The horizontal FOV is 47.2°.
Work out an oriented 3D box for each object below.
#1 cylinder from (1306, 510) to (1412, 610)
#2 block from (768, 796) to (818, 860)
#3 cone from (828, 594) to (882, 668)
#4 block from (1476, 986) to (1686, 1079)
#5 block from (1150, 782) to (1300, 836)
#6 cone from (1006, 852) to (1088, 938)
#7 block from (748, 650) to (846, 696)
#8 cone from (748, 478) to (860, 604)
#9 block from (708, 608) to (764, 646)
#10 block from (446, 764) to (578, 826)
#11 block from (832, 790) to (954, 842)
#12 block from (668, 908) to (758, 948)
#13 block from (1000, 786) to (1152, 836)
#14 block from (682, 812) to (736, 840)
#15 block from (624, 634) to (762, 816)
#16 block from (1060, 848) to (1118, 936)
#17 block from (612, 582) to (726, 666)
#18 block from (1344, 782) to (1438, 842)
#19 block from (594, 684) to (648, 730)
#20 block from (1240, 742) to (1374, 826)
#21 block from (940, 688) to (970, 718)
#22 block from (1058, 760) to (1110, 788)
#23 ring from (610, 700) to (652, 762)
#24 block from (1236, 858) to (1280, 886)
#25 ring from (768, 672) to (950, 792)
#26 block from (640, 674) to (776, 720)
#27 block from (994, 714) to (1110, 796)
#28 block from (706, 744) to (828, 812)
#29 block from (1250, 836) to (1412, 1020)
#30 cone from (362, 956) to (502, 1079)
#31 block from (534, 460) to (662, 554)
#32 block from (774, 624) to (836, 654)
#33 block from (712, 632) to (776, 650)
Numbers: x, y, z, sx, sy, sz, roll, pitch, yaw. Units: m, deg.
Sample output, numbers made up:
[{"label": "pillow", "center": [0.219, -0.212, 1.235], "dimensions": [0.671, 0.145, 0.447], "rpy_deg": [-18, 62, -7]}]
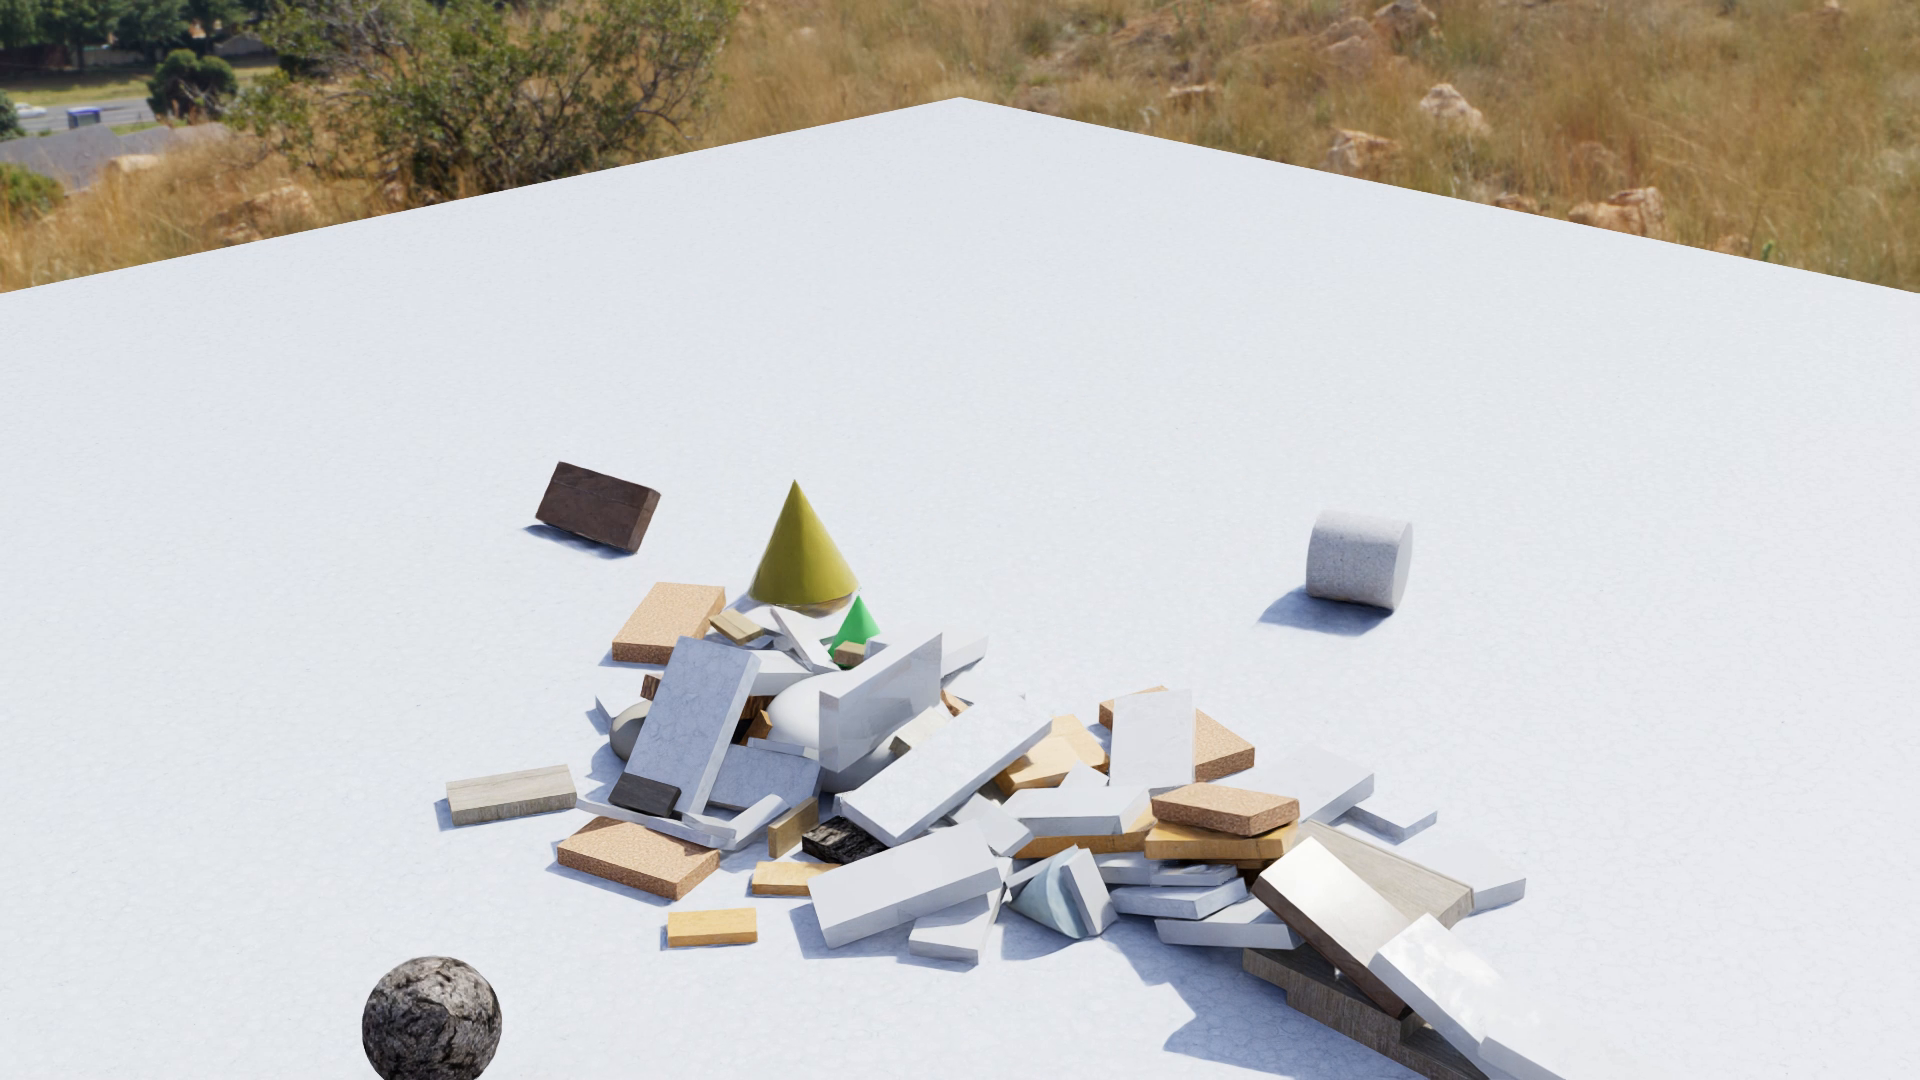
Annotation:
[{"label": "cylinder", "center": [0.976, 0.048, 5.376], "dimensions": [0.213, 0.213, 0.213], "rpy_deg": [9, 25, 21]}, {"label": "block", "center": [-0.328, 0.567, 4.336], "dimensions": [0.020, 0.069, 0.139], "rpy_deg": [14, 27, 30]}, {"label": "cone", "center": [-0.231, 0.193, 5.034], "dimensions": [0.152, 0.152, 0.152], "rpy_deg": [0, 23, 0]}, {"label": "block", "center": [0.999, 0.845, 3.509], "dimensions": [0.315, 0.045, 0.158], "rpy_deg": [28, 32, 19]}, {"label": "block", "center": [0.493, 0.500, 4.104], "dimensions": [0.130, 0.037, 0.259], "rpy_deg": [-13, 10, -37]}, {"label": "cone", "center": [0.147, 0.670, 4.091], "dimensions": [0.159, 0.159, 0.159], "rpy_deg": [-17, 10, 37]}, {"label": "block", "center": [-0.421, 0.291, 4.842], "dimensions": [0.178, 0.050, 0.356], "rpy_deg": [17, 7, 34]}, {"label": "cone", "center": [-0.395, -0.016, 5.395], "dimensions": [0.279, 0.279, 0.279], "rpy_deg": [-3, 15, 1]}, {"label": "block", "center": [-0.528, 0.205, 5.189], "dimensions": [0.067, 0.019, 0.135], "rpy_deg": [-24, 33, -29]}, {"label": "block", "center": [-0.916, 0.520, 4.490], "dimensions": [0.249, 0.035, 0.125], "rpy_deg": [-7, 24, -17]}, {"label": "block", "center": [-0.109, 0.552, 4.348], "dimensions": [0.259, 0.037, 0.130], "rpy_deg": [16, 10, 28]}, {"label": "block", "center": [-0.455, 0.713, 4.050], "dimensions": [0.162, 0.023, 0.081], "rpy_deg": [-3, 23, -6]}, {"label": "block", "center": [0.214, 0.528, 4.280], "dimensions": [0.283, 0.040, 0.141], "rpy_deg": [-5, 15, 30]}, {"label": "block", "center": [-0.492, 0.559, 4.308], "dimensions": [0.068, 0.019, 0.136], "rpy_deg": [14, -3, -24]}, {"label": "block", "center": [-0.554, 0.381, 4.496], "dimensions": [0.178, 0.050, 0.355], "rpy_deg": [12, 70, 25]}, {"label": "block", "center": [0.239, 0.649, 4.059], "dimensions": [0.020, 0.142, 0.071], "rpy_deg": [-19, 7, 40]}, {"label": "block", "center": [-0.689, 0.197, 5.234], "dimensions": [0.173, 0.049, 0.346], "rpy_deg": [4, 23, 9]}, {"label": "block", "center": [0.844, 0.538, 4.453], "dimensions": [0.108, 0.031, 0.217], "rpy_deg": [-20, 30, -39]}, {"label": "block", "center": [-0.669, 0.358, 4.871], "dimensions": [0.249, 0.035, 0.125], "rpy_deg": [-10, 25, -23]}, {"label": "block", "center": [0.657, 0.527, 4.410], "dimensions": [0.338, 0.048, 0.169], "rpy_deg": [-26, 34, -35]}, {"label": "block", "center": [0.014, 0.377, 4.742], "dimensions": [0.135, 0.019, 0.067], "rpy_deg": [36, 11, -23]}, {"label": "block", "center": [0.235, 0.515, 4.442], "dimensions": [0.075, 0.021, 0.149], "rpy_deg": [29, 46, 13]}, {"label": "ring", "center": [-0.618, 0.410, 4.684], "dimensions": [0.258, 0.086, 0.258], "rpy_deg": [-1, 20, 1]}, {"label": "block", "center": [0.542, 0.618, 4.144], "dimensions": [0.035, 0.124, 0.248], "rpy_deg": [-15, 27, -32]}, {"label": "ring", "center": [-0.217, 0.402, 4.642], "dimensions": [0.409, 0.136, 0.409], "rpy_deg": [1, 22, 0]}, {"label": "block", "center": [-0.506, 0.334, 4.737], "dimensions": [0.178, 0.050, 0.355], "rpy_deg": [17, 6, 29]}, {"label": "block", "center": [0.167, 0.441, 4.532], "dimensions": [0.284, 0.040, 0.142], "rpy_deg": [-7, 46, -43]}, {"label": "block", "center": [-0.406, 0.491, 4.462], "dimensions": [0.249, 0.035, 0.125], "rpy_deg": [9, 67, 19]}, {"label": "block", "center": [0.672, 0.661, 3.770], "dimensions": [0.324, 0.046, 0.162], "rpy_deg": [40, 41, 23]}, {"label": "cone", "center": [-0.833, 0.771, 3.533], "dimensions": [0.228, 0.228, 0.228], "rpy_deg": [-11, -12, -23]}, {"label": "block", "center": [-0.950, -0.088, 5.760], "dimensions": [0.336, 0.168, 0.048], "rpy_deg": [16, -10, 33]}, {"label": "block", "center": [-0.358, 0.232, 5.110], "dimensions": [0.135, 0.019, 0.068], "rpy_deg": [-16, 28, -33]}, {"label": "block", "center": [-0.508, 0.238, 5.176], "dimensions": [0.135, 0.019, 0.067], "rpy_deg": [11, 25, 24]}]
